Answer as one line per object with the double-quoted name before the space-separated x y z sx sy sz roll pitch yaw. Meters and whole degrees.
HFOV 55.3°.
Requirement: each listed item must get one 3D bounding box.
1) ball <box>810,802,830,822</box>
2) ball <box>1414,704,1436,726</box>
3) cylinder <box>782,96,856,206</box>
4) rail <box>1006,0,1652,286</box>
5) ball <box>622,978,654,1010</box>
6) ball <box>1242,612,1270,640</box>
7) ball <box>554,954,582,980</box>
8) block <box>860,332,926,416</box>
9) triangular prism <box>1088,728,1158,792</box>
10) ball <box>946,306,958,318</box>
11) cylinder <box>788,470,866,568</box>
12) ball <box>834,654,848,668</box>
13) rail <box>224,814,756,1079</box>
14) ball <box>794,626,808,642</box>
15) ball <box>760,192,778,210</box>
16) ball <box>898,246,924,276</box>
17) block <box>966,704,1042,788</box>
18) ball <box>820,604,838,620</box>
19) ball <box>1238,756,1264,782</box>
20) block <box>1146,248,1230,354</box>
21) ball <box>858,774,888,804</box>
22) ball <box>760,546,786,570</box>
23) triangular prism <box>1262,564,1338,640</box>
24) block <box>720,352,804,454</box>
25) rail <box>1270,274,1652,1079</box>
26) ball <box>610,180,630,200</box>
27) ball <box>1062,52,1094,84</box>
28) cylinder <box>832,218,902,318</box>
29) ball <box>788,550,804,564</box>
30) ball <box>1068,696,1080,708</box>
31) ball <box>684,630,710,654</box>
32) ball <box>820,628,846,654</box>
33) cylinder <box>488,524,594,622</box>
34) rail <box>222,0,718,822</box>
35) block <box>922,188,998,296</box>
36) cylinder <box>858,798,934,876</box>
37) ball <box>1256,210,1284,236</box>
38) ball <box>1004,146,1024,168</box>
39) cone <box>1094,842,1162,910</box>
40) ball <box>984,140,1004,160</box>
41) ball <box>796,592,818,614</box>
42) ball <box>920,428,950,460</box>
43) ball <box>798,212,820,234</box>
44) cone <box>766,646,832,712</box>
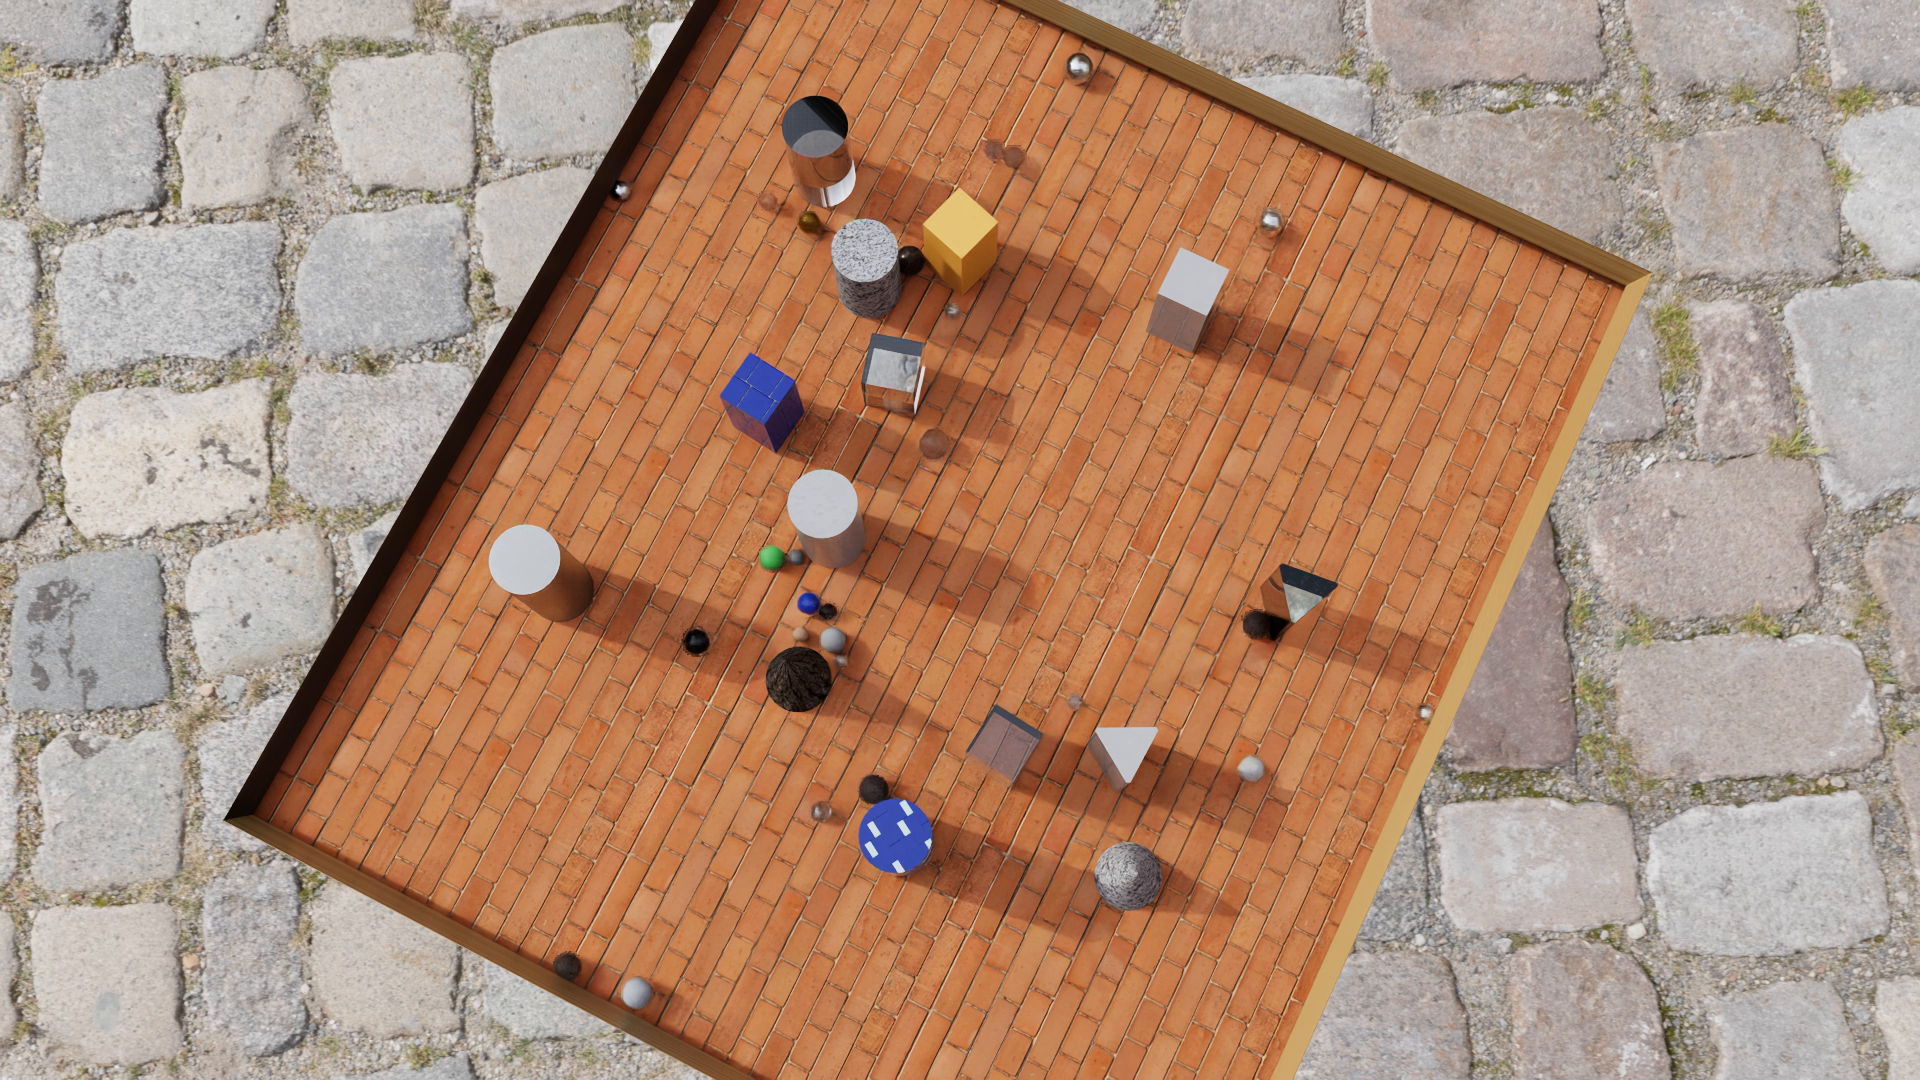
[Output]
"ball" -0.412 0.803 5.419 0.061 0.061 0.061 0 78 0
"ball" 1.390 0.523 5.477 0.062 0.062 0.062 0 78 0
"cylinder" -0.434 -1.197 5.667 0.199 0.386 0.199 0 78 0
"rail" 0.752 -1.467 5.853 3.077 0.129 0.045 26 80 5
"ball" -0.932 1.312 5.300 0.088 0.088 0.088 0 78 0
"ball" 0.893 0.256 5.521 0.084 0.084 0.084 0 78 0
"ball" -1.138 1.240 5.321 0.076 0.076 0.076 0 78 0
"block" -0.202 -0.505 5.596 0.159 0.246 0.159 11 79 2
"triangular prism" 0.488 0.603 5.297 0.150 0.382 0.173 -30 80 -6
"ball" -0.025 -0.714 5.743 0.041 0.041 0.041 0 78 0
"cylinder" -0.388 -0.057 5.399 0.199 0.449 0.199 0 78 0
"ball" -0.356 0.365 5.520 0.041 0.041 0.041 0 78 0
"rail" -0.752 1.480 5.243 3.077 0.129 0.045 26 80 5
"ball" -0.480 0.285 5.534 0.047 0.047 0.047 0 78 0
"ball" -0.606 -1.072 5.809 0.057 0.057 0.057 0 78 0
"ball" -0.158 -0.877 5.750 0.095 0.095 0.095 0 78 0
"block" 0.126 0.604 5.330 0.159 0.317 0.159 32 80 6
"ball" -0.398 0.218 5.545 0.052 0.052 0.052 0 78 0
"ball" 0.863 0.680 5.437 0.077 0.077 0.077 0 78 0
"block" 0.689 -0.726 5.582 0.159 0.363 0.159 26 79 5
"ball" -0.254 0.738 5.419 0.089 0.089 0.089 0 78 0
"ball" -0.569 0.056 5.567 0.074 0.074 0.074 0 78 0
"triangular prism" 0.966 0.160 5.407 0.173 0.345 0.150 -39 81 -7
"block" -0.593 -0.409 5.527 0.159 0.342 0.159 33 80 6
"rail" 1.355 0.670 5.411 0.045 0.129 3.412 26 80 5
"ball" -1.076 -1.109 5.814 0.063 0.063 0.063 0 78 0
"ball" 0.380 -1.513 5.879 0.100 0.100 0.100 0 78 0
"cylinder" -0.284 -0.828 5.617 0.199 0.336 0.199 0 78 0
"ball" -0.499 0.051 5.582 0.046 0.046 0.046 0 78 0
"ball" 0.341 0.487 5.495 0.040 0.040 0.040 0 78 0
"ball" -0.792 0.308 5.515 0.075 0.075 0.075 0 78 0
"ball" -0.381 0.303 5.514 0.078 0.078 0.078 0 78 0
"cylinder" -1.216 0.103 5.350 0.199 0.480 0.199 0 78 0
"rail" -1.355 -0.657 5.685 0.045 0.129 3.412 26 80 5
"block" 0.002 -0.912 5.634 0.159 0.336 0.159 43 81 8
"cylinder" -0.175 0.849 5.198 0.199 0.476 0.199 0 78 0
"ball" 0.978 -1.000 5.780 0.085 0.085 0.085 0 78 0
"ball" 0.172 -1.218 5.834 0.068 0.068 0.068 0 78 0
"cone" 0.497 0.962 5.264 0.199 0.301 0.199 0 78 0
"ball" 0.108 -1.241 5.842 0.062 0.062 0.062 0 78 0
"ball" -0.460 0.193 5.543 0.067 0.067 0.067 0 78 0
"ball" -0.079 -0.294 5.630 0.094 0.094 0.094 0 78 0
"ball" -0.476 -1.000 5.789 0.068 0.068 0.068 0 78 0
"cone" -0.487 0.377 5.321 0.199 0.427 0.199 0 78 0
